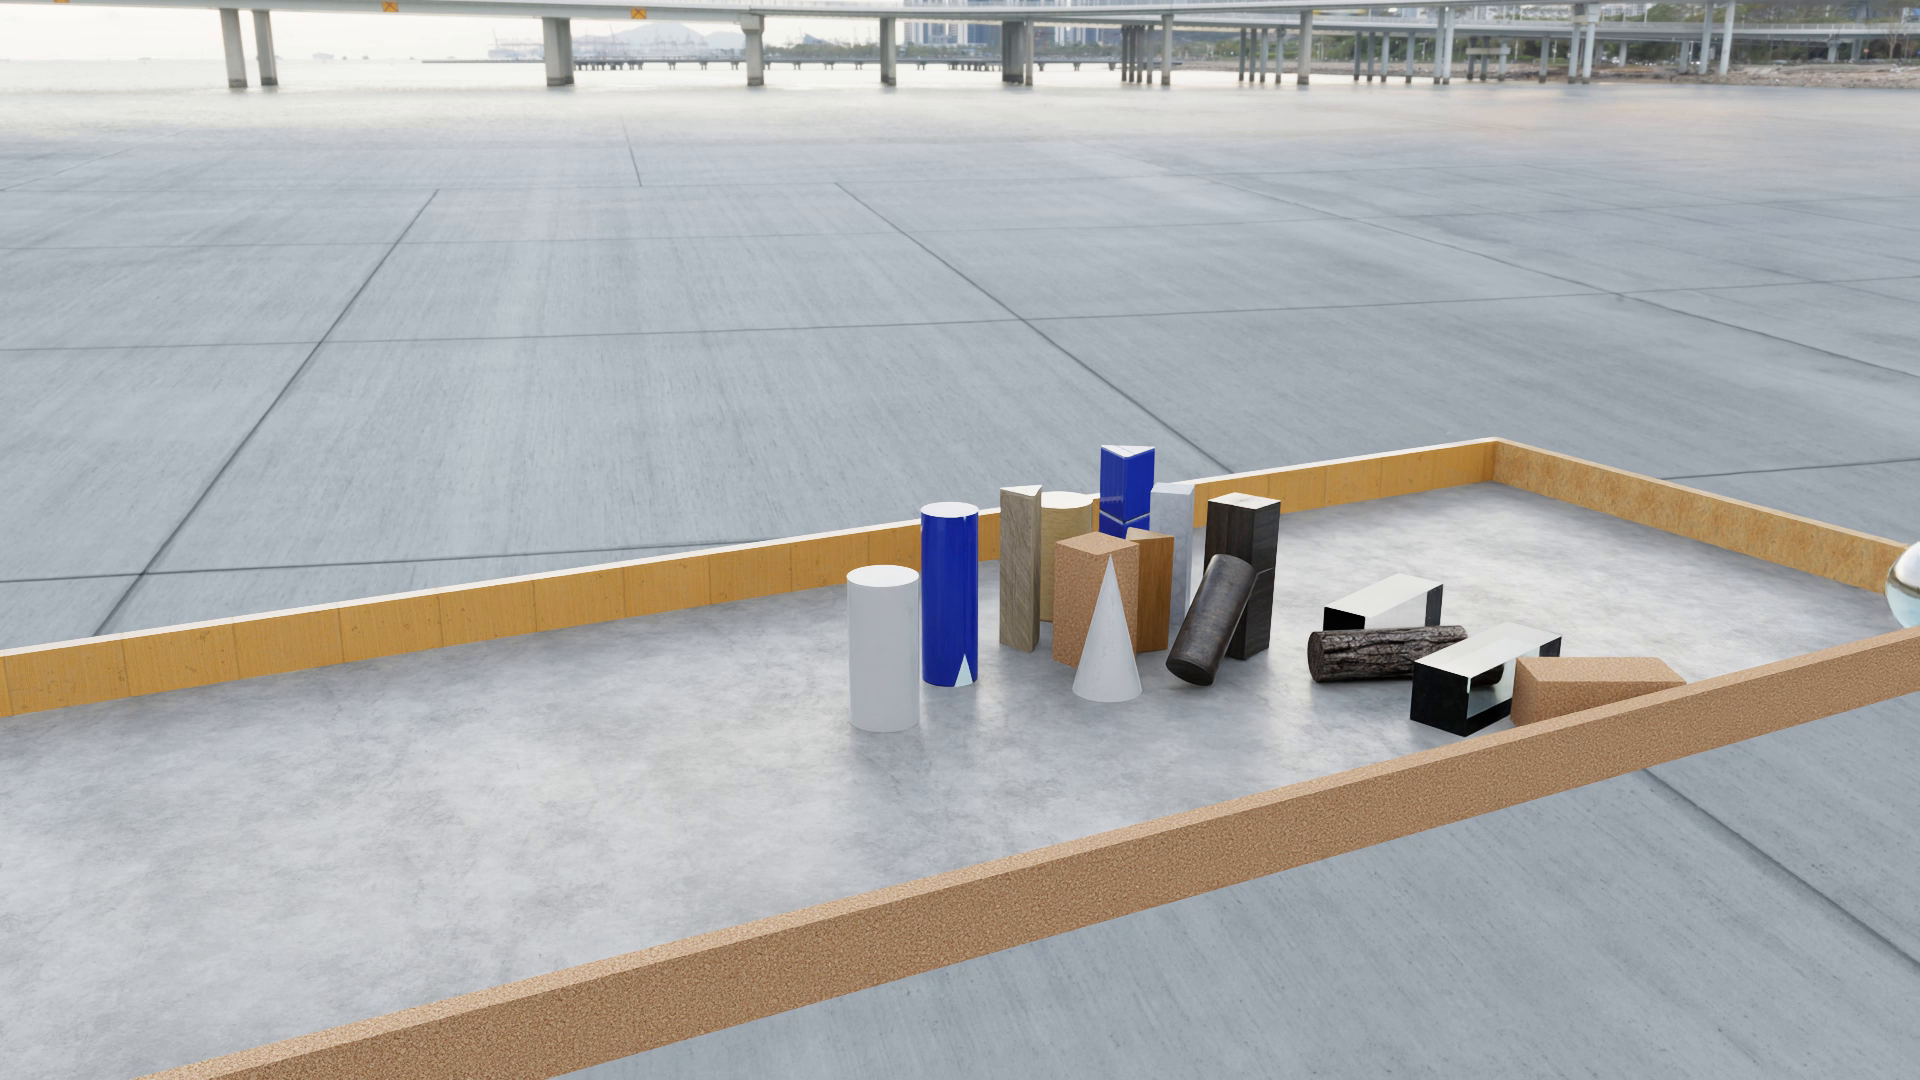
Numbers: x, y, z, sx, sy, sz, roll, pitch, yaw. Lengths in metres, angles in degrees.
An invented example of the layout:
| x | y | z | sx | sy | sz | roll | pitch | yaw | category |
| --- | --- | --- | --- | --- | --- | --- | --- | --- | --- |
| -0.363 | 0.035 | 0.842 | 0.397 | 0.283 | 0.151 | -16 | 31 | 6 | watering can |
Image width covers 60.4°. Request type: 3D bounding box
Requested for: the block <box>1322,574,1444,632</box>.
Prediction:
| x | y | z | sx | sy | sz | roll | pitch | yaw | category |
| --- | --- | --- | --- | --- | --- | --- | --- | --- | --- |
| 1.129 | 0.210 | 4.399 | 0.136 | 0.136 | 0.391 | 15 | 22 | 41 | block |

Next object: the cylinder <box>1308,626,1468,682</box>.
| x | y | z | sx | sy | sz | roll | pitch | yaw | category |
| --- | --- | --- | --- | --- | --- | --- | --- | --- | --- |
| 1.081 | 0.285 | 4.161 | 0.380 | 0.126 | 0.126 | -2 | 17 | -7 | cylinder |

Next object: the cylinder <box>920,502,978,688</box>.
| x | y | z | sx | sy | sz | roll | pitch | yaw | category |
| --- | --- | --- | --- | --- | --- | --- | --- | --- | --- |
| -0.026 | 0.136 | 4.115 | 0.143 | 0.439 | 0.143 | 0 | 16 | 0 | cylinder |

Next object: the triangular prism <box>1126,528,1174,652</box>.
| x | y | z | sx | sy | sz | roll | pitch | yaw | category |
| --- | --- | --- | --- | --- | --- | --- | --- | --- | --- |
| 0.468 | 0.130 | 4.363 | 0.140 | 0.308 | 0.122 | -4 | 16 | -21 | triangular prism |

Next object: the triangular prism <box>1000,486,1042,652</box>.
| x | y | z | sx | sy | sz | roll | pitch | yaw | category |
| --- | --- | --- | --- | --- | --- | --- | --- | --- | --- |
| 0.179 | 0.071 | 4.356 | 0.113 | 0.427 | 0.098 | 15 | 22 | 41 | triangular prism |

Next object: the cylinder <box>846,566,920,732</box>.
| x | y | z | sx | sy | sz | roll | pitch | yaw | category |
| --- | --- | --- | --- | --- | --- | --- | --- | --- | --- |
| -0.178 | 0.253 | 3.864 | 0.167 | 0.355 | 0.167 | 0 | 16 | 0 | cylinder |

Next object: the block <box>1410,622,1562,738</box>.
| x | y | z | sx | sy | sz | roll | pitch | yaw | category |
| --- | --- | --- | --- | --- | --- | --- | --- | --- | --- |
| 1.269 | 0.330 | 3.972 | 0.419 | 0.147 | 0.147 | -15 | 22 | -41 | block |

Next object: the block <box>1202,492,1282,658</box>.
| x | y | z | sx | sy | sz | roll | pitch | yaw | category |
| --- | --- | --- | --- | --- | --- | --- | --- | --- | --- |
| 0.732 | 0.091 | 4.324 | 0.137 | 0.400 | 0.137 | 13 | 18 | 37 | block |

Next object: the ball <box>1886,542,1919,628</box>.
| x | y | z | sx | sy | sz | roll | pitch | yaw | category |
| --- | --- | --- | --- | --- | --- | --- | --- | --- | --- |
| 2.630 | 0.133 | 4.394 | 0.288 | 0.288 | 0.288 | 0 | 16 | 0 | ball |

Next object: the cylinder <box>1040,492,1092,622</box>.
| x | y | z | sx | sy | sz | roll | pitch | yaw | category |
| --- | --- | --- | --- | --- | --- | --- | --- | --- | --- |
| 0.277 | 0.047 | 4.612 | 0.180 | 0.329 | 0.180 | 0 | 16 | 0 | cylinder |

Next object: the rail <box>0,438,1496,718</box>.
| x | y | z | sx | sy | sz | roll | pitch | yaw | category |
| --- | --- | --- | --- | --- | --- | --- | --- | --- | --- |
| -3.305 | 0.497 | 3.399 | 12.000 | 0.150 | 0.050 | -9 | 18 | -27 | rail |

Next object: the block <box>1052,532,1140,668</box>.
| x | y | z | sx | sy | sz | roll | pitch | yaw | category |
| --- | --- | --- | --- | --- | --- | --- | --- | --- | --- |
| 0.349 | 0.160 | 4.246 | 0.153 | 0.318 | 0.153 | -14 | 21 | -39 | block |

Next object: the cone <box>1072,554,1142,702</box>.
| x | y | z | sx | sy | sz | roll | pitch | yaw | category |
| --- | --- | --- | --- | --- | --- | --- | --- | --- | --- |
| 0.365 | 0.201 | 4.045 | 0.172 | 0.353 | 0.172 | 0 | 16 | 0 | cone |

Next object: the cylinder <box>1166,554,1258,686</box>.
| x | y | z | sx | sy | sz | roll | pitch | yaw | category |
| --- | --- | --- | --- | --- | --- | --- | --- | --- | --- |
| 0.632 | 0.200 | 4.137 | 0.126 | 0.126 | 0.312 | 11 | 62 | 33 | cylinder |

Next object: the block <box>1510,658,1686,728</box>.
| x | y | z | sx | sy | sz | roll | pitch | yaw | category |
| --- | --- | --- | --- | --- | --- | --- | --- | --- | --- |
| 1.470 | 0.372 | 3.812 | 0.333 | 0.157 | 0.157 | 0 | 16 | 0 | block |

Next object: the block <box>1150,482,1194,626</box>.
| x | y | z | sx | sy | sz | roll | pitch | yaw | category |
| --- | --- | --- | --- | --- | --- | --- | --- | --- | --- |
| 0.582 | 0.039 | 4.557 | 0.106 | 0.375 | 0.106 | 4 | 17 | 15 | block |

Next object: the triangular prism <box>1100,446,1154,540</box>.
| x | y | z | sx | sy | sz | roll | pitch | yaw | category |
| --- | --- | --- | --- | --- | --- | --- | --- | --- | --- |
| 0.467 | -0.066 | 4.842 | 0.133 | 0.415 | 0.153 | 12 | 20 | 36 | triangular prism |

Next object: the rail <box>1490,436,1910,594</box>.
| x | y | z | sx | sy | sz | roll | pitch | yaw | category |
| --- | --- | --- | --- | --- | --- | --- | --- | --- | --- |
| 2.466 | -0.048 | 5.253 | 0.050 | 0.150 | 2.100 | -9 | 18 | -27 | rail |

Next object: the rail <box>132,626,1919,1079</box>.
| x | y | z | sx | sy | sz | roll | pitch | yaw | category |
| --- | --- | --- | --- | --- | --- | --- | --- | --- | --- |
| -2.336 | 1.006 | 1.665 | 12.000 | 0.150 | 0.050 | -9 | 18 | -27 | rail |
